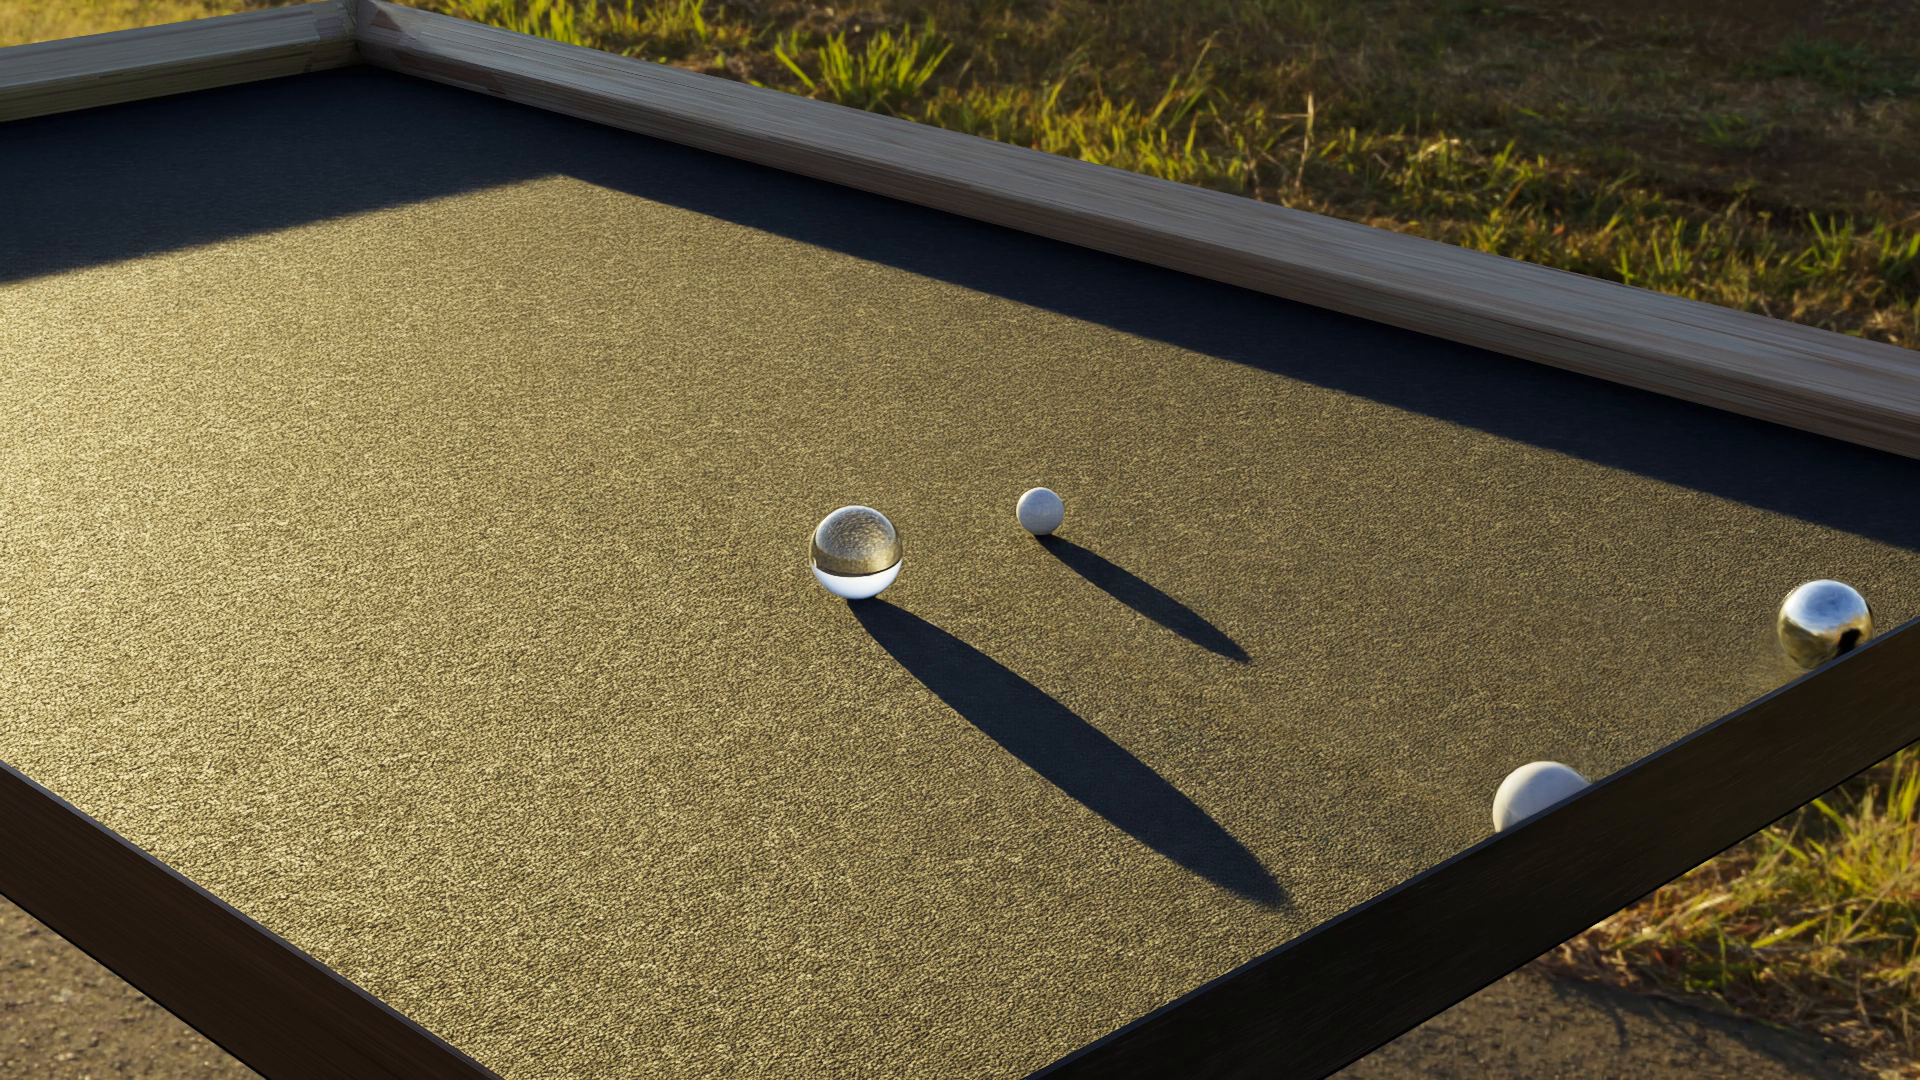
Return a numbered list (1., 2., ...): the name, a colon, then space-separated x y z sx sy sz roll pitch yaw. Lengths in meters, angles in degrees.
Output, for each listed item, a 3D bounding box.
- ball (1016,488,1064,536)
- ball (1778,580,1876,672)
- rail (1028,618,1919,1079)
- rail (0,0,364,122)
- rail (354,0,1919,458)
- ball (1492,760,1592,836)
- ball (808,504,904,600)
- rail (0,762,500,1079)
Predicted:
1. ball: 0.077 -0.027 2.808 0.046 0.046 0.046 0 21 0
2. ball: 0.734 0.073 2.492 0.080 0.080 0.080 0 21 0
3. rail: 0.541 0.175 2.171 1.876 0.111 0.045 -19 28 -41
4. rail: -1.656 -0.620 4.294 1.876 0.111 0.045 -19 28 -41
5. rail: 0.099 -0.445 3.829 0.045 0.111 3.205 -19 28 -41
6. ball: 0.430 0.200 2.155 0.078 0.078 0.078 0 21 0
7. ball: -0.094 0.011 2.649 0.086 0.086 0.086 0 21 0
8. rail: -1.214 0.001 2.636 0.045 0.111 3.205 -19 28 -41
